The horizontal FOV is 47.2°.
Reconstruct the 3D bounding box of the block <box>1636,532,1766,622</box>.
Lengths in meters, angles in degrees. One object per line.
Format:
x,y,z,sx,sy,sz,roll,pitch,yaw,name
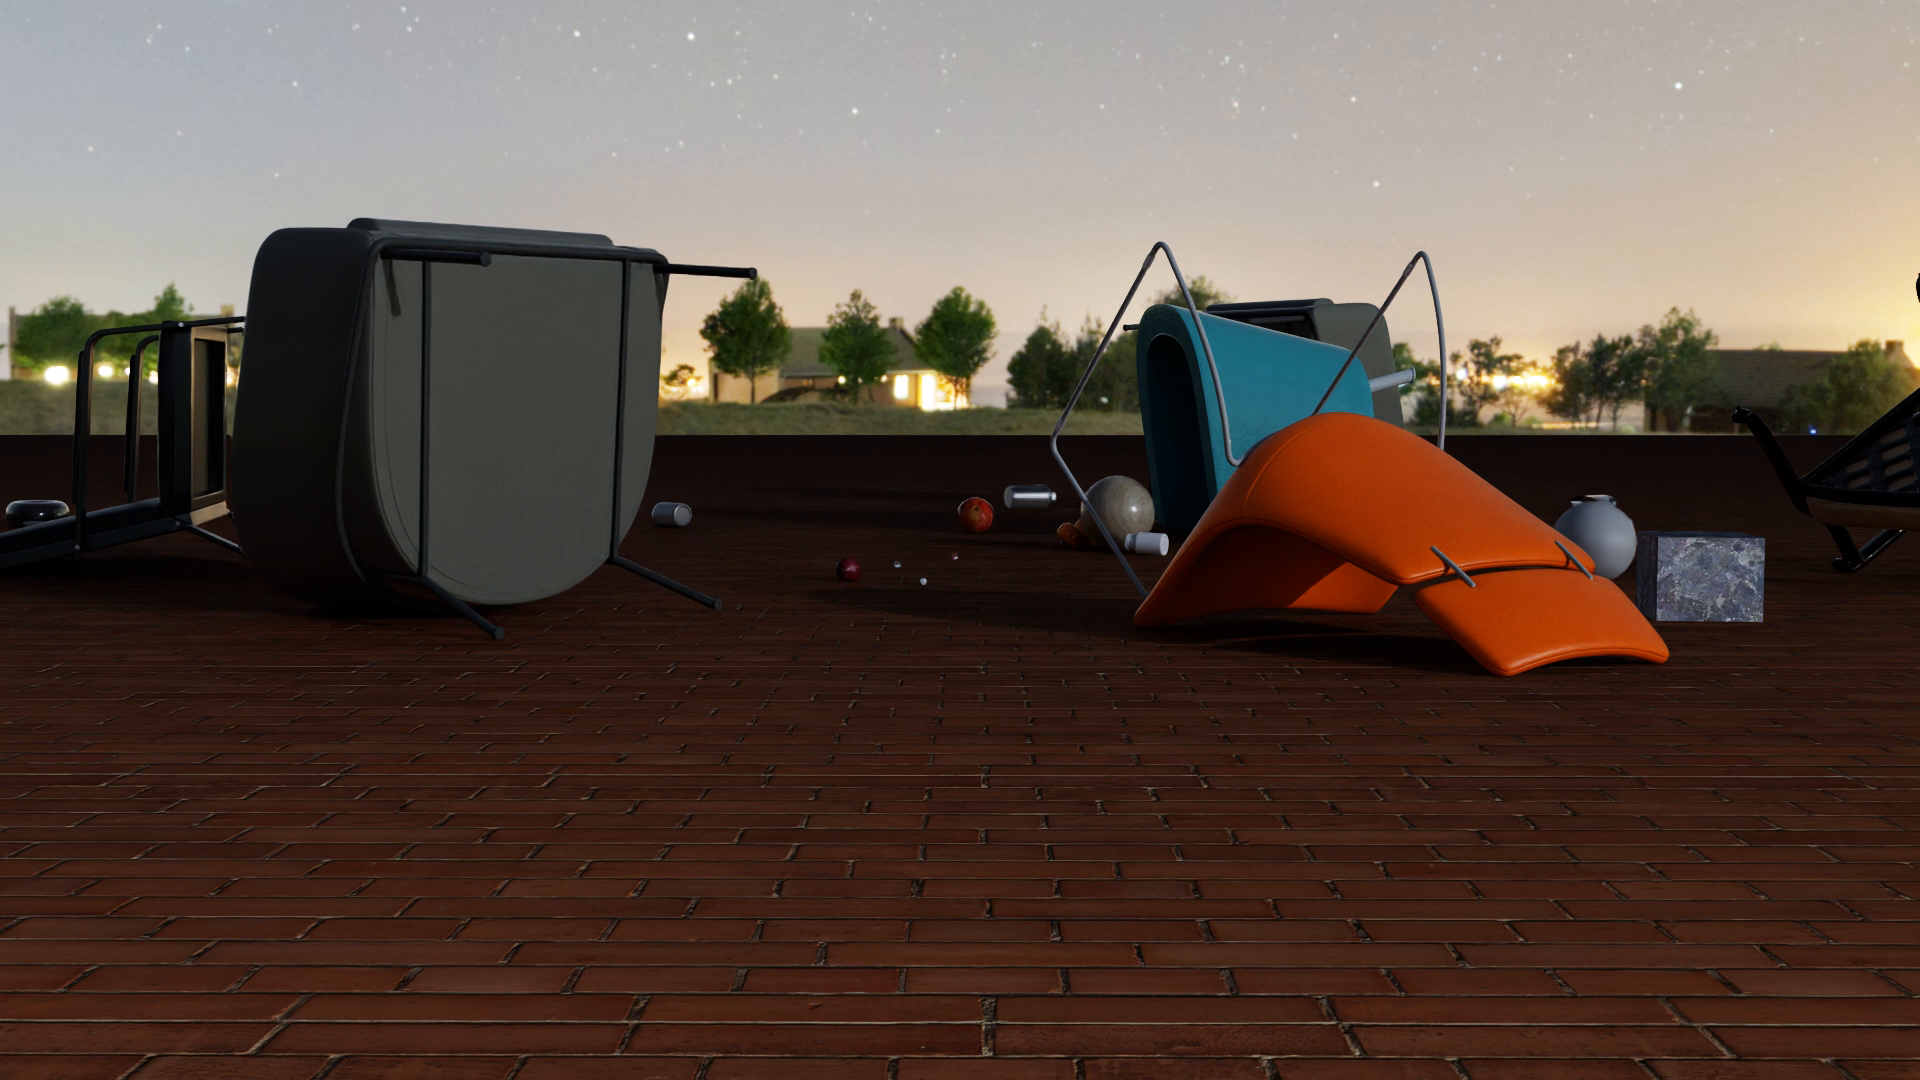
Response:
1.459,0.070,4.343,0.200,0.162,0.193,0,4,5,block

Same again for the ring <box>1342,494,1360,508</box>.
1.485,-0.149,8.365,0.069,0.050,0.088,2,5,2,ring

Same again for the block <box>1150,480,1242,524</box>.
0.801,-0.132,7.474,0.262,0.136,0.174,4,5,42,block

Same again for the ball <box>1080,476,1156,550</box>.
0.438,-0.075,6.120,0.209,0.209,0.209,0,4,0,ball

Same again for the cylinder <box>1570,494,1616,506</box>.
2.401,-0.146,8.332,0.118,0.046,0.121,-3,5,-35,cylinder

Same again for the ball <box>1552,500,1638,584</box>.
1.466,0.005,5.085,0.191,0.191,0.191,0,4,0,ball

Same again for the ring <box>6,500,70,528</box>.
-3.031,-0.087,7.227,0.196,0.082,0.345,-1,3,-22,ring

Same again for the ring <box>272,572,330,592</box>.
-1.477,0.093,4.928,0.116,0.036,0.150,0,4,11,ring
